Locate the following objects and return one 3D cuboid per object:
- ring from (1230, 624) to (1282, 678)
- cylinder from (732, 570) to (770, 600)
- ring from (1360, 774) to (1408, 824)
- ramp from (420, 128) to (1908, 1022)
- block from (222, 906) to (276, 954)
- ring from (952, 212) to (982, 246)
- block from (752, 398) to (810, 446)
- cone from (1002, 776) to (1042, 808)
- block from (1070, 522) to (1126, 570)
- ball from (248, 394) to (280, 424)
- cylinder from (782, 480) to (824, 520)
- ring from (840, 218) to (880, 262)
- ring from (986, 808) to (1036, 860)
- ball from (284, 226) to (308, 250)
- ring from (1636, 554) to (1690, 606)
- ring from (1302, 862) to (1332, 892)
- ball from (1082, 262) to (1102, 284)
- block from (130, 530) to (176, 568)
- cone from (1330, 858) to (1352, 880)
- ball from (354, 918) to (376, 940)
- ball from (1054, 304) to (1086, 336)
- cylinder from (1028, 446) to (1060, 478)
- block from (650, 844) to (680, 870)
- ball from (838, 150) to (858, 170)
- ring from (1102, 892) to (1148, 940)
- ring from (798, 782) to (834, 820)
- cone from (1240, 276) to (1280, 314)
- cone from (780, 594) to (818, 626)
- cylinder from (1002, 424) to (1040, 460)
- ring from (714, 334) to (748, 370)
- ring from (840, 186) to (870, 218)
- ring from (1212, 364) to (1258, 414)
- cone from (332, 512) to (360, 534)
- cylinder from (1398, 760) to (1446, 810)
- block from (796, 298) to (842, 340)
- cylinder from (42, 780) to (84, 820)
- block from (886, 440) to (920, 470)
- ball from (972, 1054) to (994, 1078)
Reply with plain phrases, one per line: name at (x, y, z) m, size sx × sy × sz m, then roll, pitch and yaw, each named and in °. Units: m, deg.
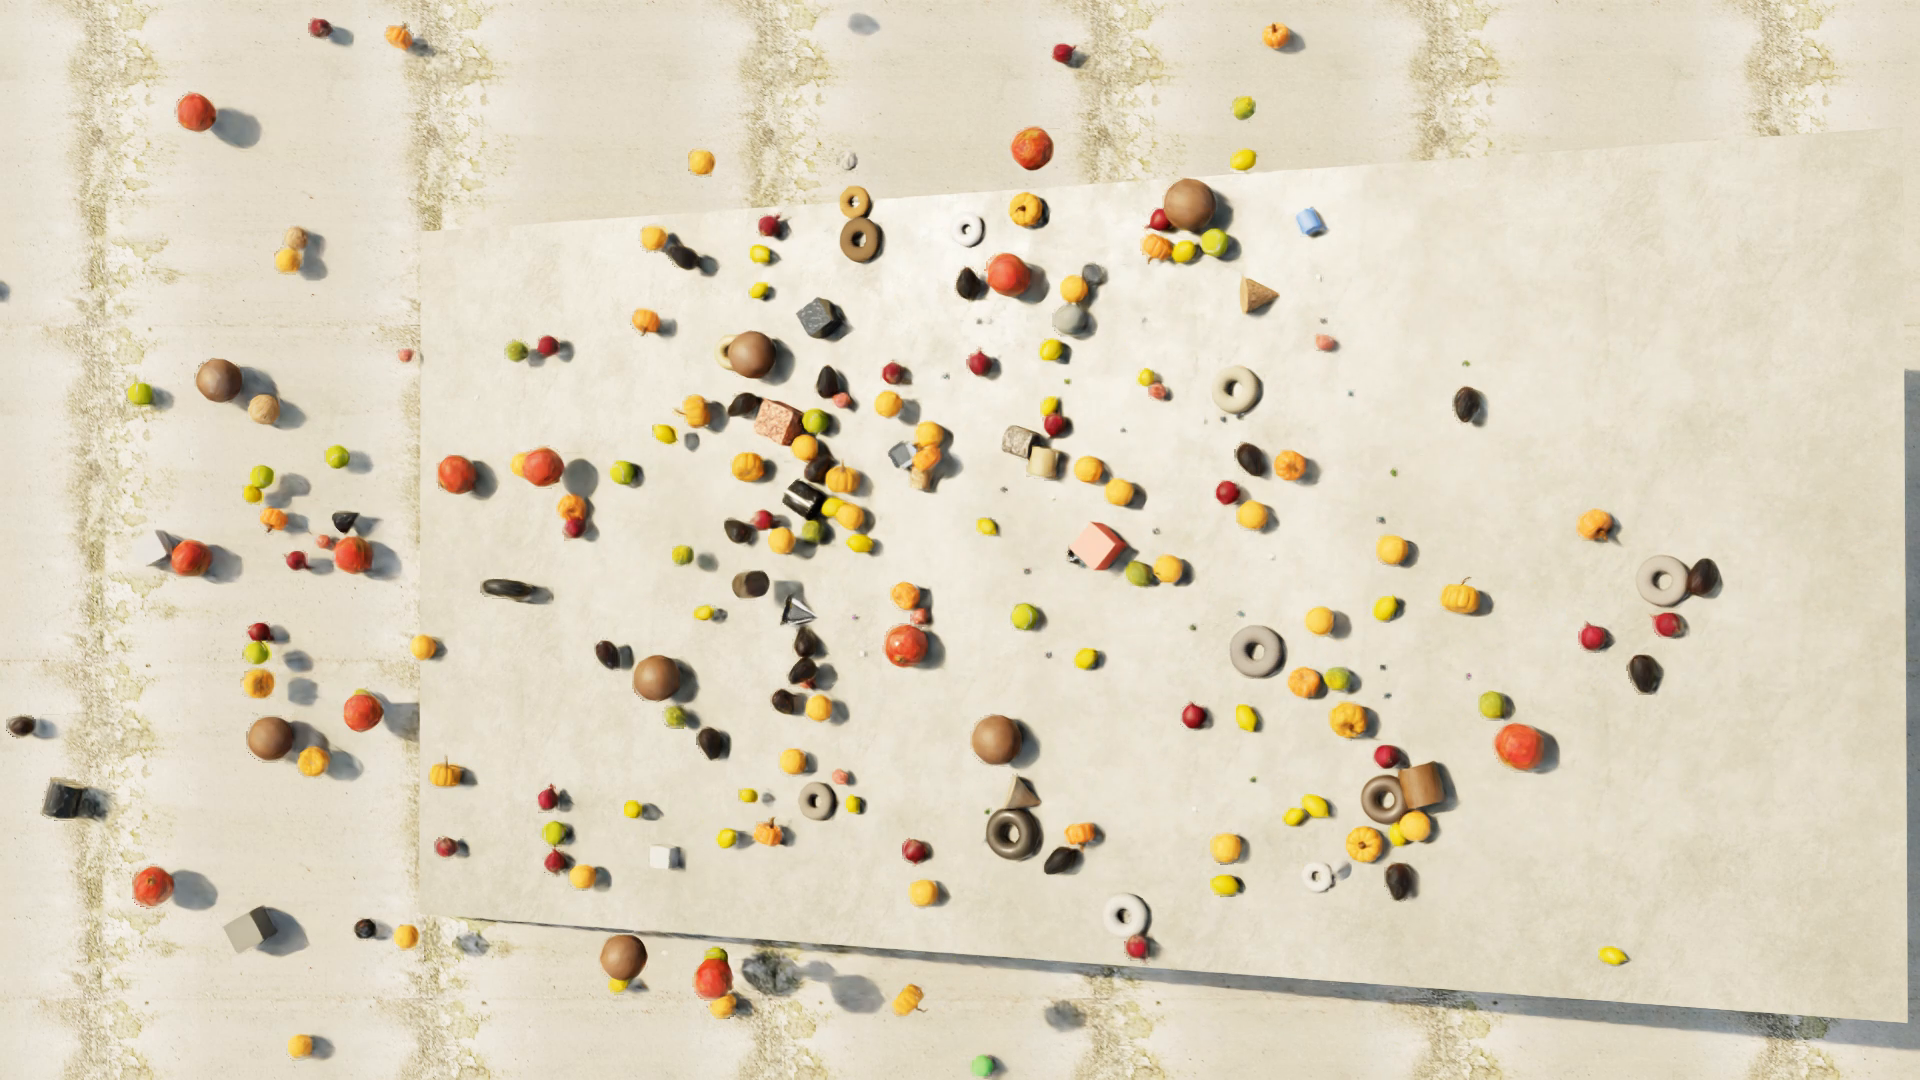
ring at (0.734, 0.275, 5.457) m, size 0.133 × 0.044 × 0.133 m, roll -1°, pitch 89°, yaw 22°
cylinder at (-0.560, 0.120, 5.887) m, size 0.075 × 0.075 × 0.075 m, roll 4°, pitch 83°, yaw -32°
ring at (1.032, 0.629, 5.330) m, size 0.122 × 0.041 × 0.122 m, roll 0°, pitch 90°, yaw 21°
ramp at (0.283, 0.086, 5.724) m, size 4.000 × 0.100 × 2.000 m, roll 0°, pitch 89°, yaw 23°
block at (-2.090, 1.147, 6.473) m, size 0.094 × 0.094 × 0.094 m, roll -29°, pitch 89°, yaw 8°
ring at (0.018, -0.816, 5.776) m, size 0.089 × 0.030 × 0.089 m, roll -1°, pitch 88°, yaw 24°
block at (-0.485, -0.316, 5.943) m, size 0.096 × 0.096 × 0.096 m, roll 25°, pitch 99°, yaw 21°
cone at (0.171, 0.668, 5.687) m, size 0.092 × 0.092 × 0.092 m, roll 21°, pitch 89°, yaw -5°
block at (0.350, 0.016, 5.595) m, size 0.088 × 0.088 × 0.088 m, roll 43°, pitch 105°, yaw 17°
ball at (-2.056, -0.386, 6.500) m, size 0.090 × 0.090 × 0.090 m, roll 0°, pitch 89°, yaw 0°
cylinder at (-0.421, -0.108, 5.921) m, size 0.081 × 0.081 × 0.081 m, roll 33°, pitch 89°, yaw 20°
ring at (-0.268, -0.804, 5.889) m, size 0.120 × 0.040 × 0.120 m, roll 1°, pitch 93°, yaw 25°
ring at (0.133, 0.761, 5.698) m, size 0.141 × 0.047 × 0.141 m, roll 1°, pitch 93°, yaw 25°
ball at (-1.967, -0.894, 6.516) m, size 0.069 × 0.069 × 0.069 m, roll 0°, pitch 89°, yaw 0°
ring at (1.626, 0.094, 5.090) m, size 0.120 × 0.040 × 0.120 m, roll 0°, pitch 90°, yaw 22°
ring at (0.877, 0.826, 5.400) m, size 0.077 × 0.026 × 0.077 m, roll 0°, pitch 90°, yaw 24°
ball at (0.337, -0.683, 5.628) m, size 0.054 × 0.054 × 0.054 m, roll 0°, pitch 89°, yaw 0°
block at (-2.384, 0.027, 6.499) m, size 0.080 × 0.080 × 0.080 m, roll -29°, pitch 89°, yaw 0°
cone at (0.924, 0.806, 5.365) m, size 0.054 × 0.054 × 0.054 m, roll 0°, pitch 89°, yaw 23°
ball at (-1.757, 1.149, 6.495) m, size 0.062 × 0.062 × 0.062 m, roll 0°, pitch 89°, yaw 0°
ball at (0.282, -0.565, 5.634) m, size 0.082 × 0.082 × 0.082 m, roll 0°, pitch 89°, yaw 0°
cylinder at (0.216, -0.201, 5.660) m, size 0.072 × 0.072 × 0.072 m, roll 10°, pitch 97°, yaw 0°
block at (-0.818, 0.876, 6.086) m, size 0.059 × 0.059 × 0.059 m, roll 6°, pitch 92°, yaw 23°
ball at (-0.309, -1.050, 6.087) m, size 0.054 × 0.054 × 0.054 m, roll 0°, pitch 89°, yaw 0°
ring at (0.419, 0.954, 5.582) m, size 0.119 × 0.040 × 0.119 m, roll 0°, pitch 91°, yaw 21°
ring at (-0.388, 0.703, 5.923) m, size 0.104 × 0.035 × 0.104 m, roll 0°, pitch 89°, yaw 24°
cone at (0.752, -0.609, 5.461) m, size 0.095 × 0.095 × 0.095 m, roll -2°, pitch 89°, yaw -4°
cone at (-0.429, 0.199, 5.942) m, size 0.095 × 0.095 × 0.095 m, roll 14°, pitch 89°, yaw -5°
cylinder at (0.158, -0.253, 5.686) m, size 0.074 × 0.074 × 0.074 m, roll 20°, pitch 89°, yaw 22°
ring at (-0.629, -0.515, 6.039) m, size 0.099 × 0.033 × 0.099 m, roll 0°, pitch 89°, yaw 18°
ring at (-0.283, -0.906, 5.902) m, size 0.089 × 0.030 × 0.089 m, roll 0°, pitch 89°, yaw 21°
ring at (0.686, -0.377, 5.487) m, size 0.122 × 0.041 × 0.122 m, roll 0°, pitch 90°, yaw 22°
cone at (-1.799, -0.067, 6.491) m, size 0.074 × 0.074 × 0.074 m, roll -27°, pitch 89°, yaw 21°
cylinder at (1.107, 0.587, 5.270) m, size 0.095 × 0.095 × 0.095 m, roll -15°, pitch 83°, yaw 0°
block at (-0.378, -0.596, 5.912) m, size 0.077 × 0.077 × 0.077 m, roll -34°, pitch 77°, yaw 19°
cylinder at (-2.643, 0.764, 6.480) m, size 0.095 × 0.095 × 0.095 m, roll 15°, pitch 90°, yaw 0°
block at (-0.150, -0.225, 5.825) m, size 0.053 × 0.053 × 0.053 m, roll -33°, pitch 77°, yaw 19°
ball at (0.066, 1.552, 6.489) m, size 0.063 × 0.063 × 0.063 m, roll 0°, pitch 89°, yaw 0°
